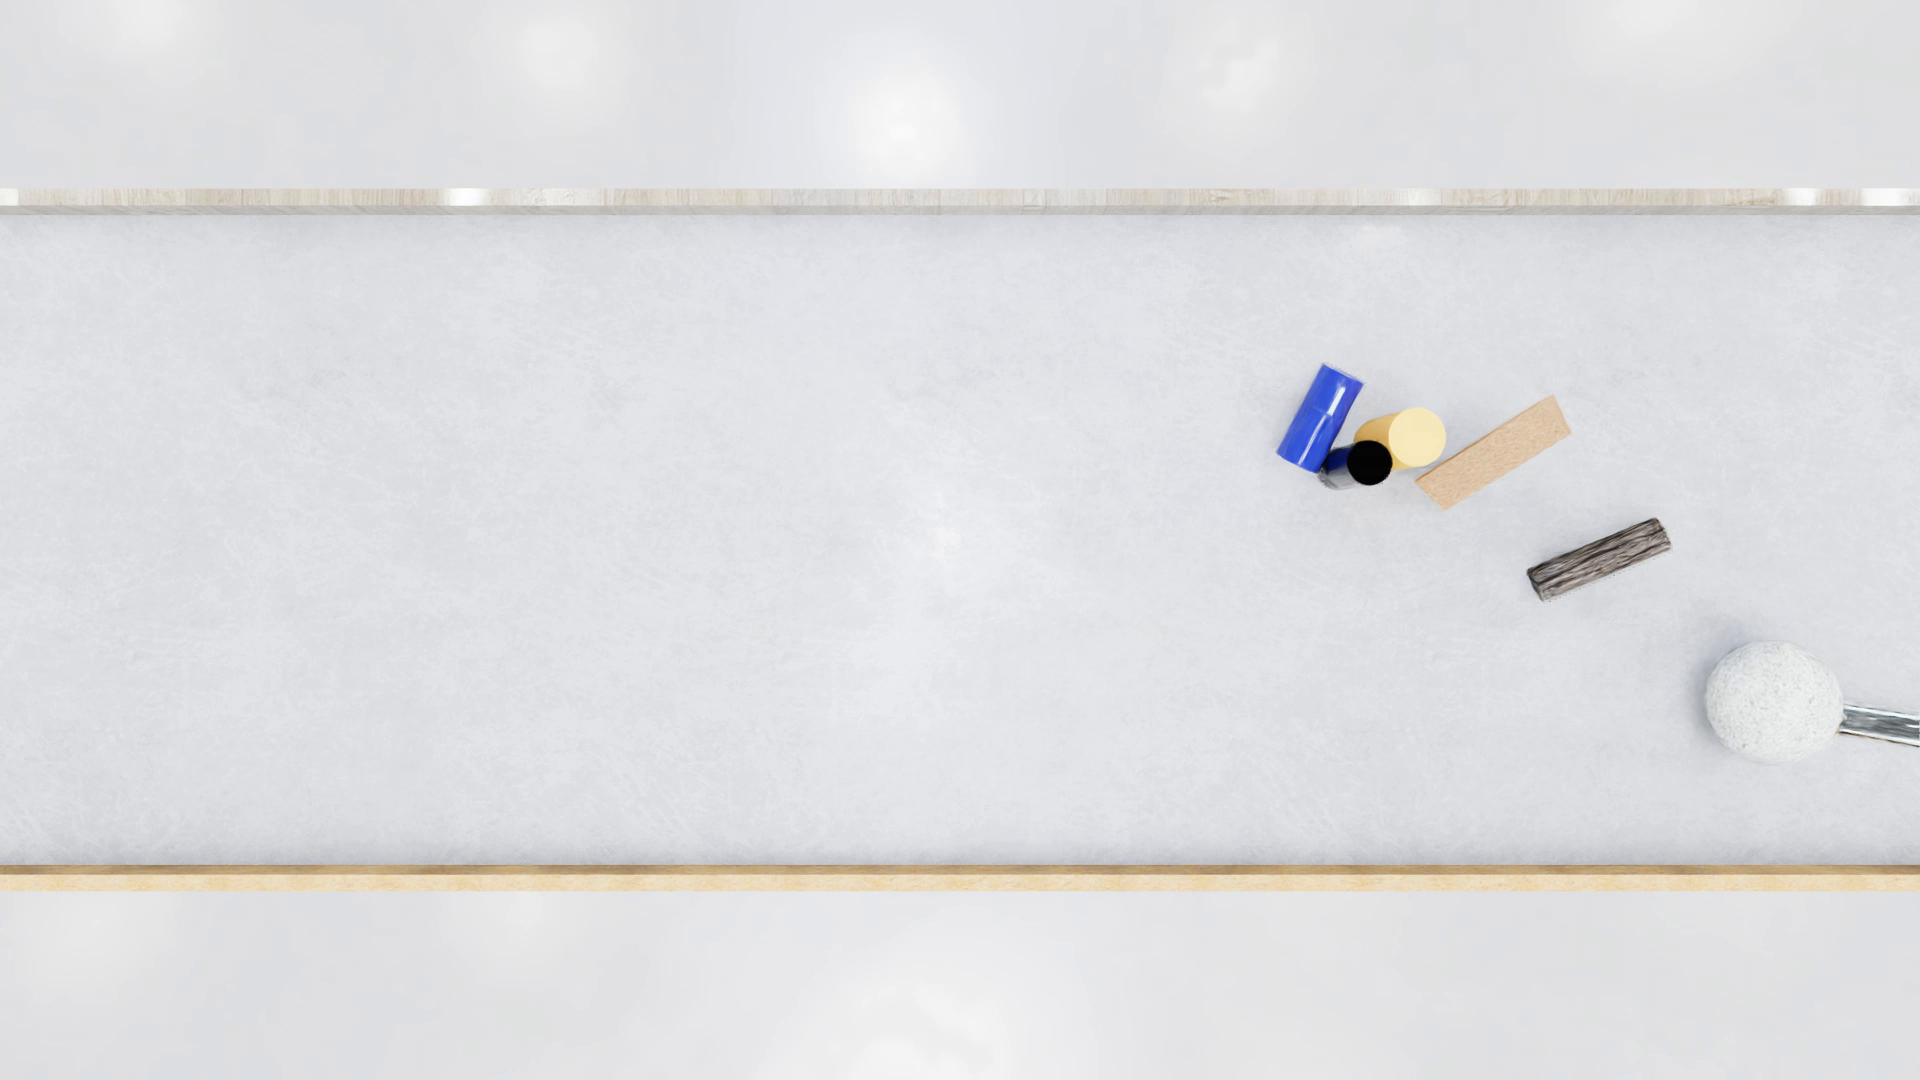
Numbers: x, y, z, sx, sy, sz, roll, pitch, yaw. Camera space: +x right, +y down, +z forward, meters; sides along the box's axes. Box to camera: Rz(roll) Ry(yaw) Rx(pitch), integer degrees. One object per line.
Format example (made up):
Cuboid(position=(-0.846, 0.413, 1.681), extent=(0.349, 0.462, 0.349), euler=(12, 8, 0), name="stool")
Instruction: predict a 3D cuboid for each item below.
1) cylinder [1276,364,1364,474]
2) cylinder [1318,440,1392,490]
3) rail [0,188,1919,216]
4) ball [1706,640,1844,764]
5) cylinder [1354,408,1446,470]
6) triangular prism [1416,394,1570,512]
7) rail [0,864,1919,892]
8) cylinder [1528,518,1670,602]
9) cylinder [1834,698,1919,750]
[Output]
Cuboid(position=(1.084, -0.367, 4.974), extent=(0.141, 0.141, 0.301), euler=(26, 103, 0), name="cylinder")
Cuboid(position=(1.169, -0.220, 4.904), extent=(0.131, 0.339, 0.131), euler=(0, 89, -3), name="cylinder")
Cuboid(position=(-2.247, -1.025, 5.002), extent=(12.000, 0.150, 0.050), euler=(0, 90, 0), name="rail")
Cuboid(position=(2.412, 0.481, 4.893), extent=(0.367, 0.367, 0.367), euler=(0, 90, 0), name="ball")
Cuboid(position=(1.299, -0.293, 4.895), extent=(0.167, 0.355, 0.167), euler=(0, 90, -3), name="cylinder")
Cuboid(position=(1.555, -0.269, 4.870), extent=(0.444, 0.125, 0.144), euler=(-37, 51, 36), name="triangular prism")
Cuboid(position=(-2.247, 1.025, 5.001), extent=(12.000, 0.150, 0.050), euler=(0, 90, 0), name="rail")
Cuboid(position=(1.930, 0.059, 4.990), extent=(0.399, 0.107, 0.107), euler=(-24, 90, 10), name="cylinder")
Cuboid(position=(2.766, 0.552, 4.929), extent=(0.382, 0.114, 0.114), euler=(8, 90, 31), name="cylinder")
